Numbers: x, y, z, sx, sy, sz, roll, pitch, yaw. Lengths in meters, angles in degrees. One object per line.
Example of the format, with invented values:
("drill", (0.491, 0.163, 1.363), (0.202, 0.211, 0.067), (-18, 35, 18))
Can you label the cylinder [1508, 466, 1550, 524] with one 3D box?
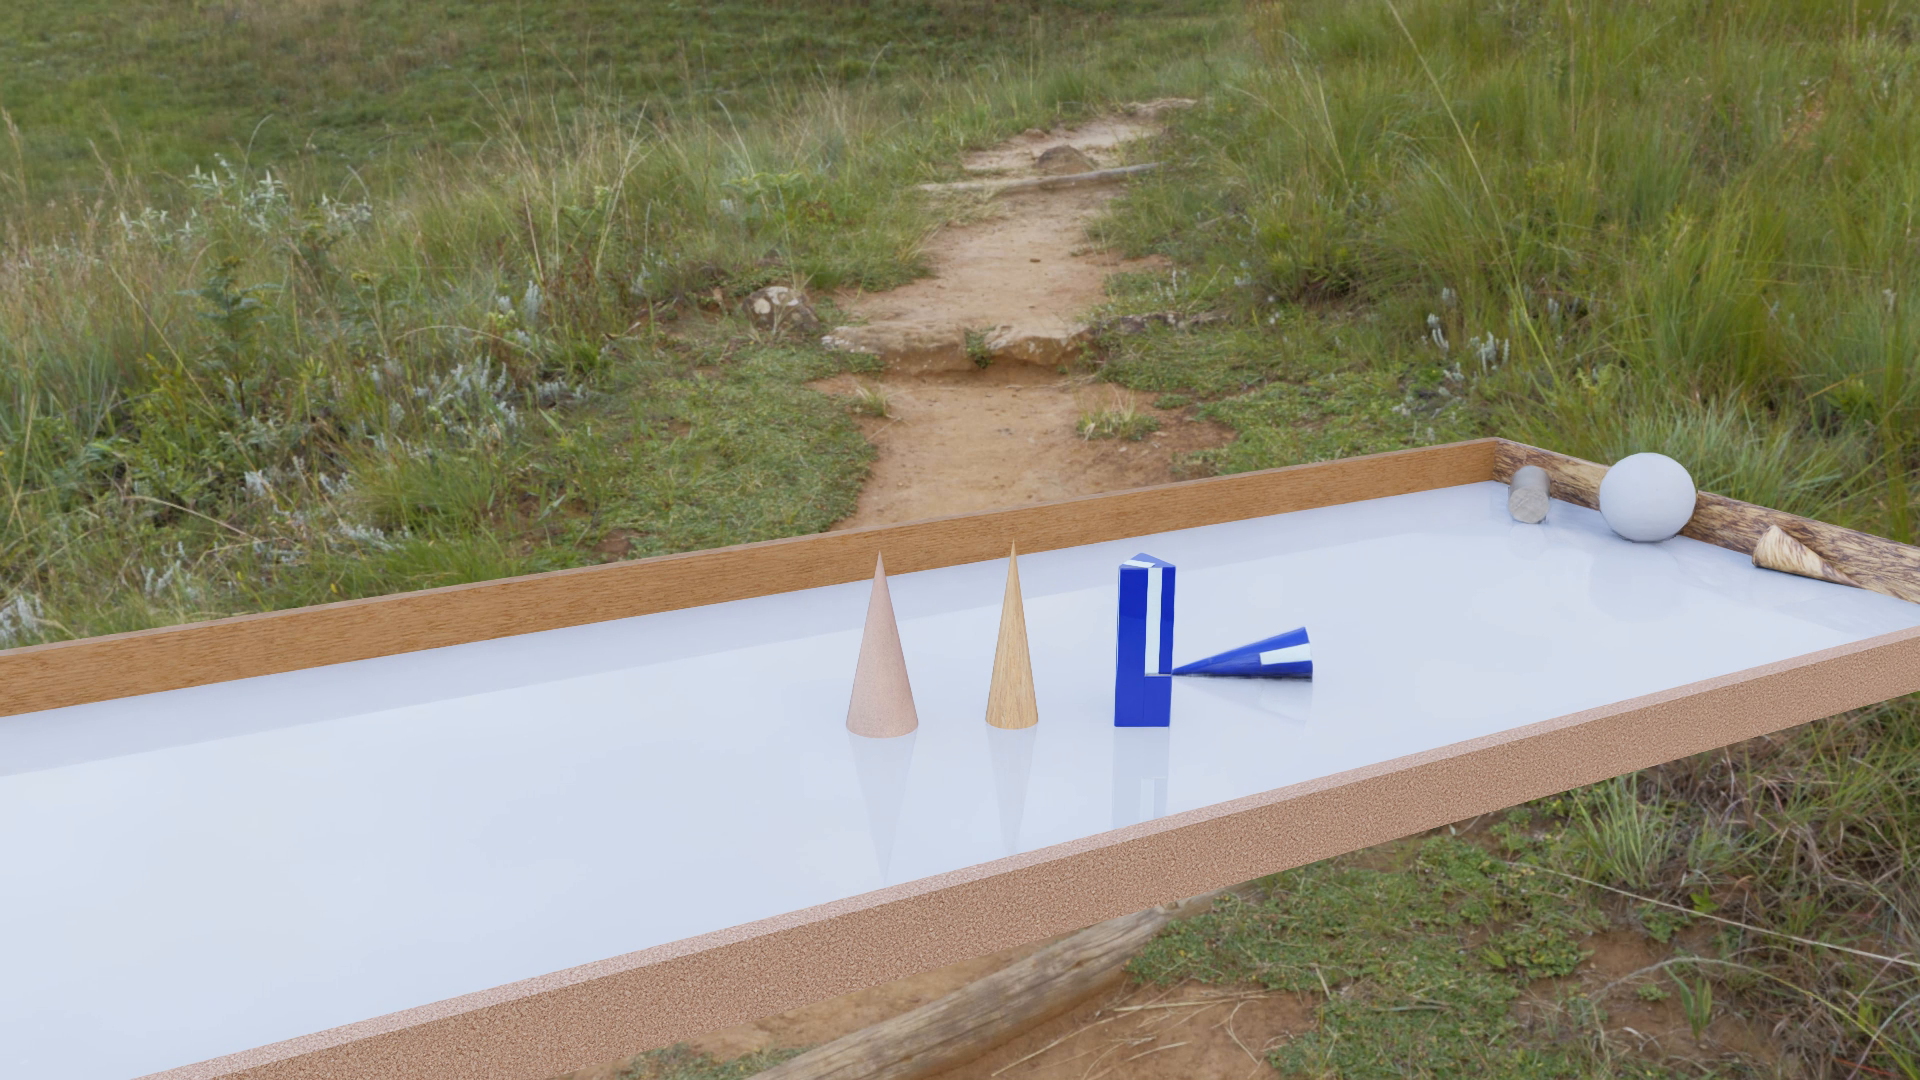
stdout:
("cylinder", (1.958, -0.158, 5.665), (0.129, 0.129, 0.309), (6, 17, 19))

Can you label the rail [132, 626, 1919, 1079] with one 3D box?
("rail", (-2.336, 1.006, 1.665), (12.000, 0.150, 0.050), (-9, 18, -27))

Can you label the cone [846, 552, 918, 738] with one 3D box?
("cone", (-0.183, 0.227, 3.822), (0.172, 0.429, 0.172), (0, 16, 0))

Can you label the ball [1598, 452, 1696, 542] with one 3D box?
("ball", (2.212, -0.138, 5.313), (0.289, 0.289, 0.289), (0, 16, 0))

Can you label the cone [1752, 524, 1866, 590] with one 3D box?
("cone", (2.571, 0.082, 4.957), (0.138, 0.138, 0.320), (-14, 33, -39))

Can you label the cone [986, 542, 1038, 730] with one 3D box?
("cone", (0.123, 0.209, 3.847), (0.126, 0.449, 0.126), (0, 16, 0))

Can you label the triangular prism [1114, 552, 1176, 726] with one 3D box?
("triangular prism", (0.427, 0.233, 3.867), (0.129, 0.392, 0.112), (0, 16, -1))

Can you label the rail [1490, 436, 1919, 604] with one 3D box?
("rail", (2.466, -0.048, 5.253), (0.050, 0.150, 2.100), (-9, 18, -27))

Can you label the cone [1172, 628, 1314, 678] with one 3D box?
("cone", (0.689, 0.312, 4.178), (0.384, 0.129, 0.129), (-9, 16, 4))

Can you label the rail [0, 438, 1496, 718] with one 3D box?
("rail", (-3.305, 0.497, 3.399), (12.000, 0.150, 0.050), (-9, 18, -27))
